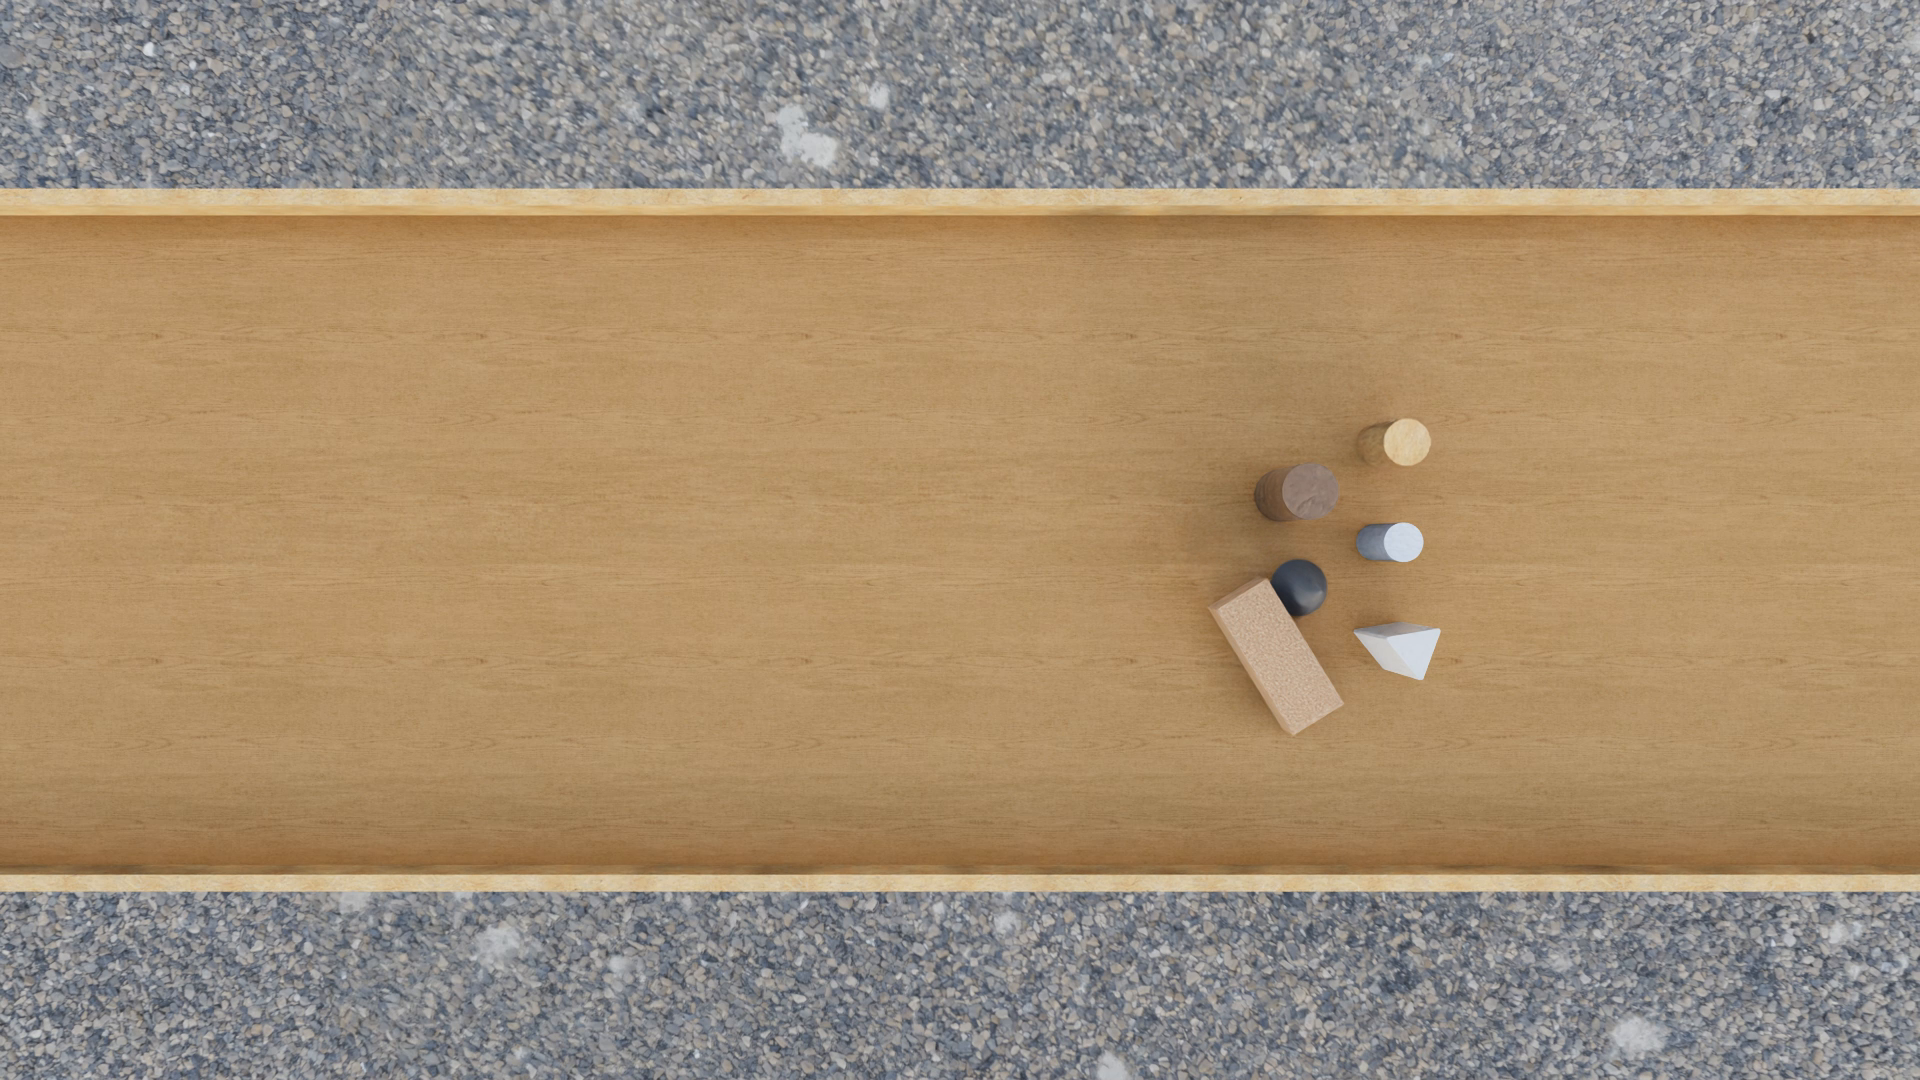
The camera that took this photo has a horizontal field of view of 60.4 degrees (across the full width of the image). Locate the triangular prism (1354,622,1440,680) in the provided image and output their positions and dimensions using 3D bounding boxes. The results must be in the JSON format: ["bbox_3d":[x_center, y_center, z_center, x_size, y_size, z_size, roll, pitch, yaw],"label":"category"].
[{"bbox_3d":[1.311,0.296,4.877,0.132,0.400,0.153,-39,90,0],"label":"triangular prism"}]

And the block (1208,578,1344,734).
[{"bbox_3d":[0.952,0.347,4.988,0.177,0.177,0.438,-32,90,0],"label":"block"}]

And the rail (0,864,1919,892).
[{"bbox_3d":[-2.247,1.025,5.001,12.000,0.150,0.050,0,90,0],"label":"rail"}]

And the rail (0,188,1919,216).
[{"bbox_3d":[-2.247,-1.025,5.002,12.000,0.150,0.050,0,90,0],"label":"rail"}]

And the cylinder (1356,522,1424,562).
[{"bbox_3d":[1.276,0.007,4.910,0.113,0.334,0.113,0,90,0],"label":"cylinder"}]

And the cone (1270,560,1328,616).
[{"bbox_3d":[1.043,0.146,4.911,0.176,0.331,0.176,0,90,0],"label":"cone"}]

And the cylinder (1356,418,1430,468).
[{"bbox_3d":[1.291,-0.287,4.923,0.136,0.302,0.136,0,92,-1],"label":"cylinder"}]

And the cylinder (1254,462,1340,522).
[{"bbox_3d":[0.986,-0.137,4.857,0.161,0.439,0.161,0,90,0],"label":"cylinder"}]
